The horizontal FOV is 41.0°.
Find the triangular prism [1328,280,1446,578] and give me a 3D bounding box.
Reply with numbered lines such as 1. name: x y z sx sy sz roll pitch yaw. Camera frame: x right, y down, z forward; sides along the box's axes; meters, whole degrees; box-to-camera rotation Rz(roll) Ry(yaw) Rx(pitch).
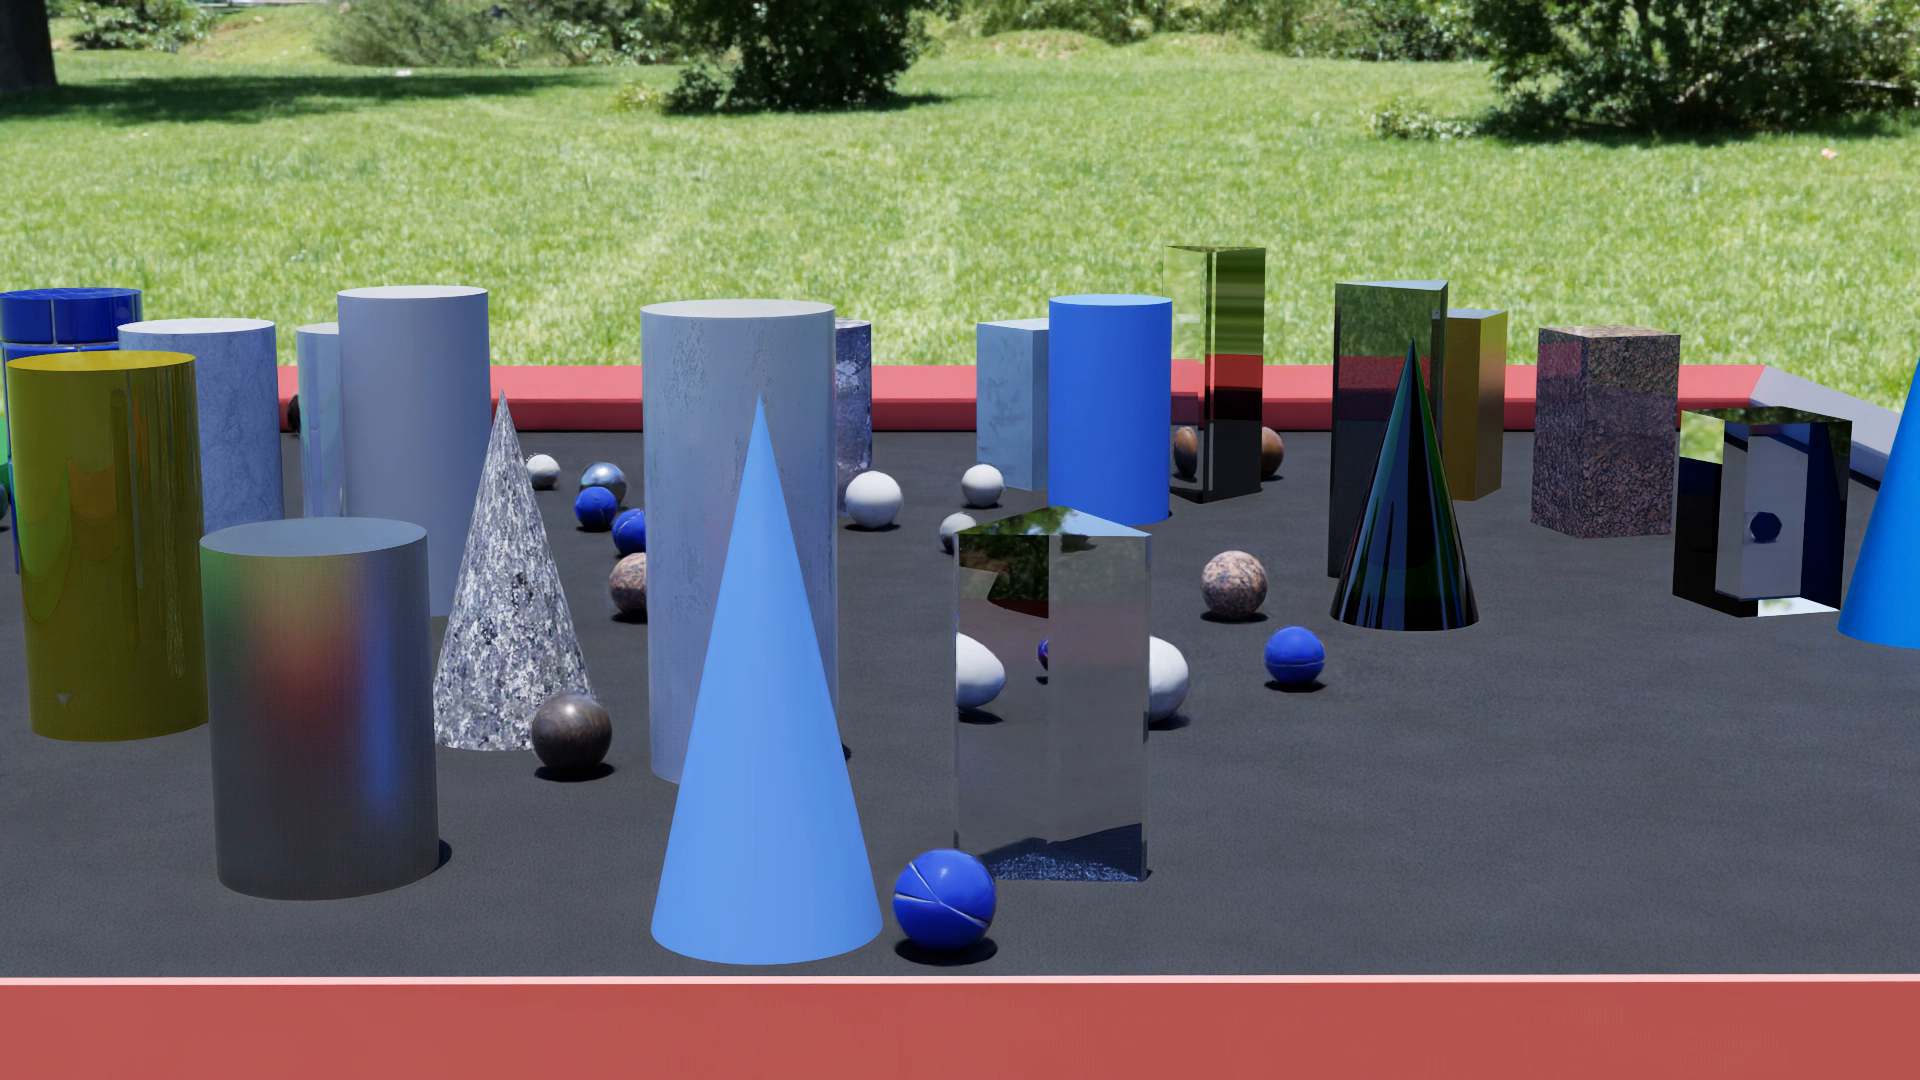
1. triangular prism: 0.644 -0.155 3.662 0.172 0.423 0.149 10 15 44

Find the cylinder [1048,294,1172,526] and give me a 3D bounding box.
1. cylinder: 0.243 -0.214 4.173 0.199 0.354 0.199 0 10 0

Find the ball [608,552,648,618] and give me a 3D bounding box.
1. ball: -0.423 0.060 3.421 0.089 0.089 0.089 0 10 0

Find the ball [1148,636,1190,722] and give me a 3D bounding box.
1. ball: 0.209 0.156 2.879 0.097 0.097 0.097 0 10 0

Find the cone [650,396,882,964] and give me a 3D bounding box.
1. cone: -0.166 0.105 2.161 0.199 0.459 0.199 0 10 0

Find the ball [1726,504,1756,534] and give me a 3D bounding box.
1. ball: 1.230 -0.033 4.042 0.046 0.046 0.046 0 10 0

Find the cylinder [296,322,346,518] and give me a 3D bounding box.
1. cylinder: -0.877 -0.143 3.810 0.199 0.347 0.199 0 10 0

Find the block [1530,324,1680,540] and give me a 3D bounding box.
1. block: 1.021 -0.174 4.064 0.159 0.315 0.159 -3 11 -16

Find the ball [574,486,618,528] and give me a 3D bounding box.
1. ball: -0.579 -0.052 4.081 0.069 0.069 0.069 0 10 0

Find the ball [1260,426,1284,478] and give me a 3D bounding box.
1. ball: 0.533 -0.157 4.582 0.093 0.093 0.093 0 10 0

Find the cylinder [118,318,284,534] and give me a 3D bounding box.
1. cylinder: -1.002 -0.090 3.404 0.199 0.390 0.199 0 10 0

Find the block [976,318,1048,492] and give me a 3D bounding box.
1. block: 0.141 -0.242 4.529 0.159 0.280 0.159 -8 13 -36

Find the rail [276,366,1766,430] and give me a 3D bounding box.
1. rail: -0.010 -0.284 5.162 3.281 0.129 0.045 0 10 0

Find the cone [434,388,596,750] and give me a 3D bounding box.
1. cone: -0.498 0.021 2.825 0.199 0.383 0.199 0 10 0

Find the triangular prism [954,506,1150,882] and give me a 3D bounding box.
1. triangular prism: 0.087 0.138 2.370 0.172 0.318 0.149 1 11 4

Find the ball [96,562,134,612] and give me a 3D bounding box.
1. ball: -1.132 0.063 3.464 0.066 0.066 0.066 0 10 0

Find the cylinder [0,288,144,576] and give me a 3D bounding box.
1. cylinder: -1.283 -0.158 3.736 0.199 0.403 0.199 0 10 0

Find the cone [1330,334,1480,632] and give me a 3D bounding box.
1. cone: 0.596 -0.085 3.408 0.199 0.378 0.199 0 10 0

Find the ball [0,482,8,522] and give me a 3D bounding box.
1. ball: -1.557 -0.060 4.070 0.090 0.090 0.090 0 10 0

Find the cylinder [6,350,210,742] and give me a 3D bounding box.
1. cylinder: -0.944 0.002 2.859 0.199 0.407 0.199 0 10 0

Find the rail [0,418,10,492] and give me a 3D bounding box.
1. rail: -1.617 0.035 3.440 0.045 0.129 3.533 0 10 0

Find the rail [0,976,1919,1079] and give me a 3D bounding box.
1. rail: 0.010 0.350 1.735 3.281 0.129 0.045 0 10 0

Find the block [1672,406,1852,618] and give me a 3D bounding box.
1. block: 1.092 -0.041 3.501 0.159 0.259 0.159 -3 11 -17

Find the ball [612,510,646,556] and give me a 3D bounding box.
1. ball: -0.486 -0.010 3.845 0.072 0.072 0.072 0 10 0

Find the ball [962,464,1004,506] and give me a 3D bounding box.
1. ball: 0.038 -0.091 4.288 0.071 0.071 0.071 0 10 0

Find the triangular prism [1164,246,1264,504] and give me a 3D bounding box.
1. triangular prism: 0.406 -0.289 4.392 0.149 0.421 0.172 9 14 41

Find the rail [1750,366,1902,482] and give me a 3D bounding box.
1. rail: 1.617 0.032 3.458 0.045 0.129 3.533 0 10 0

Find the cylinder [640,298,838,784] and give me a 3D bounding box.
1. cylinder: -0.227 0.000 2.666 0.199 0.482 0.199 0 10 0

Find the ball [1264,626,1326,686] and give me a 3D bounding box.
1. ball: 0.398 0.138 3.044 0.072 0.072 0.072 0 10 0

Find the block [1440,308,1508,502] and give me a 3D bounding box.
1. block: 0.837 -0.237 4.420 0.159 0.310 0.159 5 12 27

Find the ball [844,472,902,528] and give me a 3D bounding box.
1. ball: -0.138 -0.064 4.088 0.091 0.091 0.091 0 10 0

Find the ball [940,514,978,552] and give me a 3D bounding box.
1. ball: -0.002 -0.011 3.888 0.059 0.059 0.059 0 10 0

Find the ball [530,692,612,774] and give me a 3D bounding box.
1. ball: -0.404 0.201 2.671 0.084 0.084 0.084 0 10 0

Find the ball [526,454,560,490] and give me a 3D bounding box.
1. ball: -0.728 -0.119 4.466 0.060 0.060 0.060 0 10 0

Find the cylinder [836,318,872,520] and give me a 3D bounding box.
1. cylinder: -0.245 -0.203 4.231 0.199 0.311 0.199 0 10 0

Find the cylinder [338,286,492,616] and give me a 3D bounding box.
1. cylinder: -0.736 -0.124 3.489 0.199 0.426 0.199 0 10 0

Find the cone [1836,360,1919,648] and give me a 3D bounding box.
1. cone: 1.245 -0.101 3.296 0.199 0.451 0.199 0 10 0

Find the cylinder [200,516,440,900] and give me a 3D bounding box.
1. cylinder: -0.581 0.149 2.336 0.199 0.309 0.199 0 10 0

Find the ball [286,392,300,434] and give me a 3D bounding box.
1. ball: -1.286 -0.253 5.091 0.097 0.097 0.097 0 10 0

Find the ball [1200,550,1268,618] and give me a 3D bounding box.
1. ball: 0.365 0.059 3.420 0.090 0.090 0.090 0 10 0

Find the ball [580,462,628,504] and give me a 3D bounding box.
1. ball: -0.592 -0.090 4.258 0.079 0.079 0.079 0 10 0

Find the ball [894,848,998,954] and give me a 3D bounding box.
1. ball: -0.012 0.300 2.132 0.086 0.086 0.086 0 10 0
